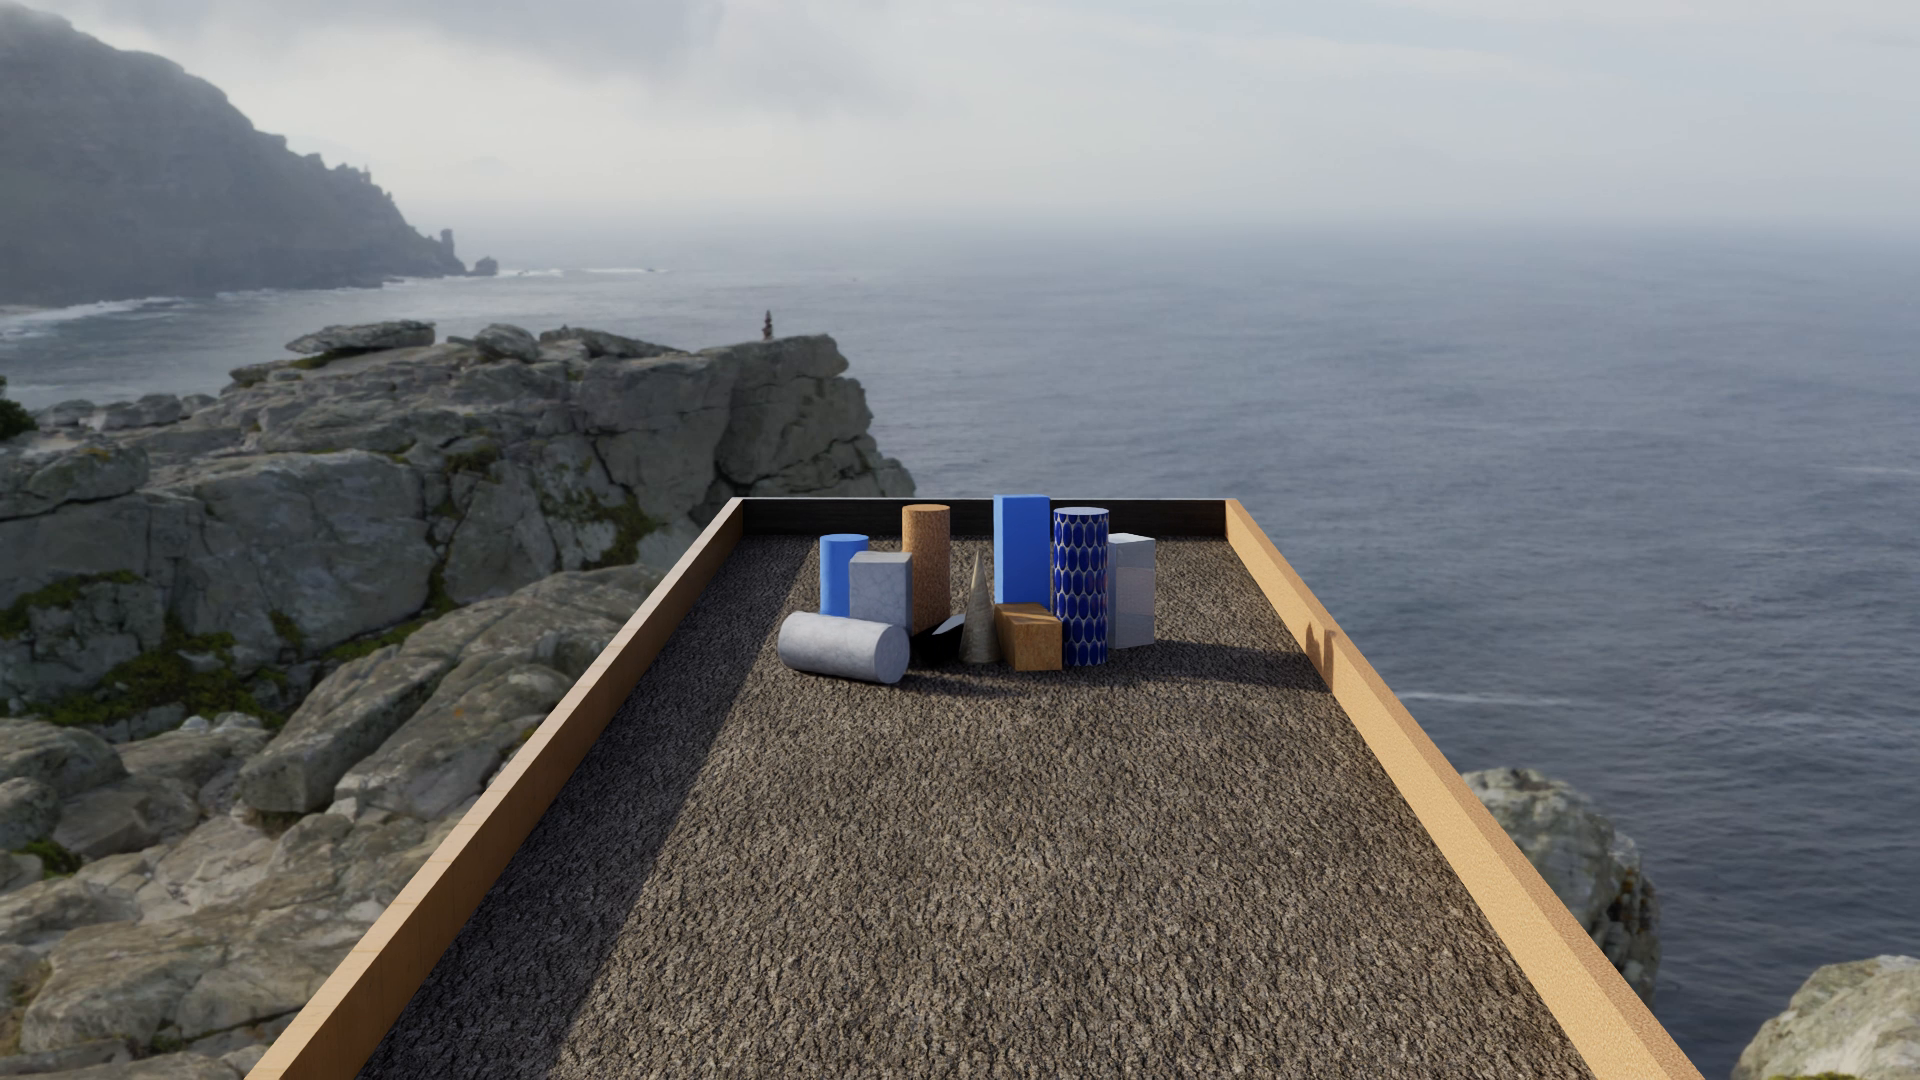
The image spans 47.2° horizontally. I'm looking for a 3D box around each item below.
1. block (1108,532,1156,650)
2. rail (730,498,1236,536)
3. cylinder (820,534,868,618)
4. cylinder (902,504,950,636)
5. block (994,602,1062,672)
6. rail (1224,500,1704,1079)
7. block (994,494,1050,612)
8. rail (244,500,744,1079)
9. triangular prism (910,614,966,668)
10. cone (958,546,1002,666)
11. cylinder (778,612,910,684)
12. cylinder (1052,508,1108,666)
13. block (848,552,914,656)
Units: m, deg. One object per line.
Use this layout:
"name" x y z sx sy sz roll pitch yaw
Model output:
"block" 0.504 0.159 6.938 0.156 0.334 0.156 -6 11 -34
"rail" 0.099 -0.098 9.147 2.100 0.150 0.050 0 9 1
"cylinder" -0.364 0.158 6.944 0.154 0.335 0.154 0 9 0
"cylinder" -0.105 0.113 6.910 0.149 0.434 0.149 0 9 0
"block" 0.205 0.293 6.711 0.142 0.142 0.345 -2 9 -10
"rail" 1.046 0.843 3.208 0.050 0.150 12.000 0 9 1
"block" 0.196 0.090 6.948 0.150 0.460 0.150 -1 6 -9
"rail" -1.004 0.839 3.234 0.050 0.150 12.000 0 9 1
"triangular prism" -0.017 0.283 6.753 0.097 0.112 0.385 -41 -7 22
"cone" 0.059 0.190 6.668 0.140 0.355 0.140 -1 9 0
"cylinder" -0.342 0.315 6.474 0.362 0.172 0.172 6 11 36
"cylinder" 0.366 0.139 6.665 0.167 0.459 0.167 0 9 0
"block" -0.239 0.205 6.703 0.170 0.312 0.170 1 11 6
